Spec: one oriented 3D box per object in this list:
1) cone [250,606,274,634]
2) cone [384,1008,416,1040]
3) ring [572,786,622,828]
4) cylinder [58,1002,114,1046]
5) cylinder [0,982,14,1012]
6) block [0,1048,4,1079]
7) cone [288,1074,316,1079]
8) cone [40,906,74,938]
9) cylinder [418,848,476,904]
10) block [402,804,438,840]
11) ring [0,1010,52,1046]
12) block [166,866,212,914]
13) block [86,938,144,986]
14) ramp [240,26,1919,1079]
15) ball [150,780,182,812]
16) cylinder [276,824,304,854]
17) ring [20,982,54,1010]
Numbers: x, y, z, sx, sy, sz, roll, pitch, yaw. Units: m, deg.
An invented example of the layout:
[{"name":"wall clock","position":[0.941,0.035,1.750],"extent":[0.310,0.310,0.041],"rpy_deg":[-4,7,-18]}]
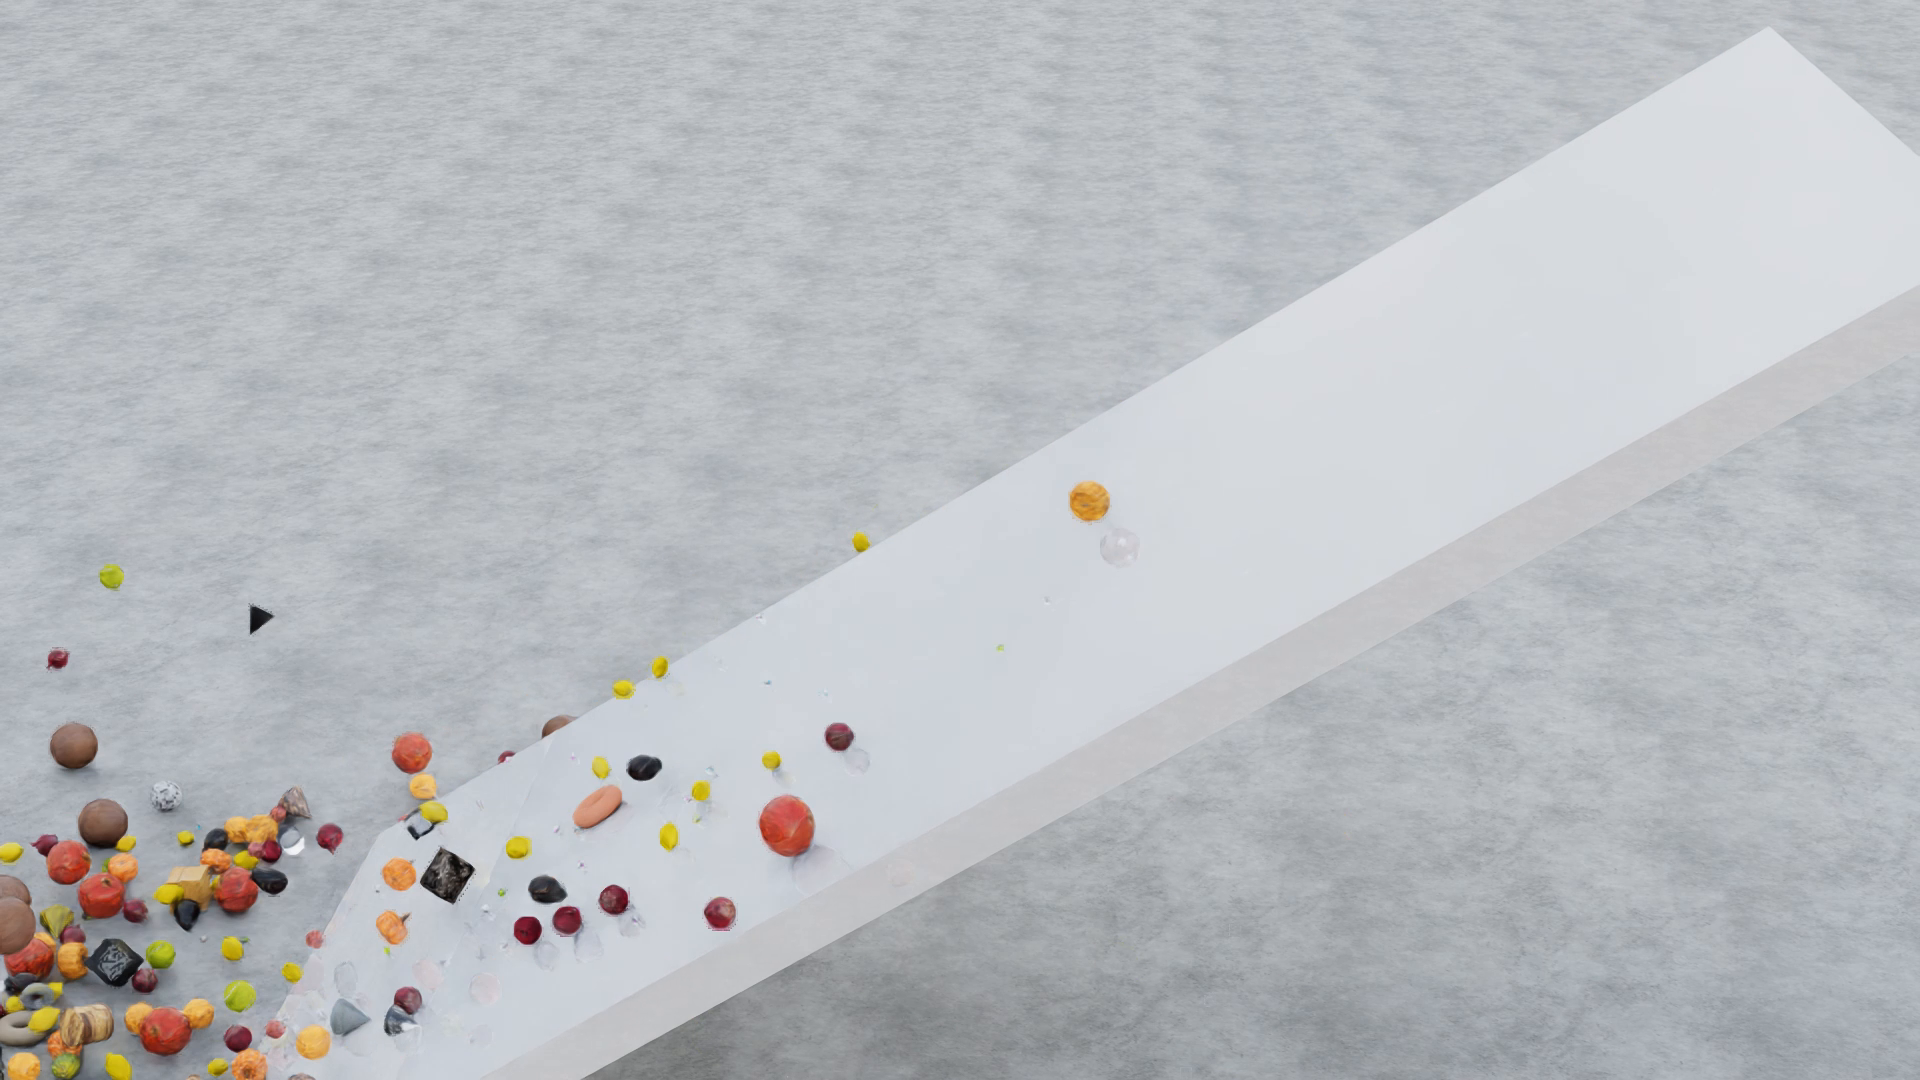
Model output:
[{"name":"cone","position":[-2.202,0.260,9.200],"extent":[0.082,0.082,0.082],"rpy_deg":[22,-14,6]},{"name":"cone","position":[-1.148,1.002,6.103],"extent":[0.067,0.067,0.067],"rpy_deg":[-10,10,37]},{"name":"ring","position":[-0.820,0.604,6.652],"extent":[0.128,0.043,0.128],"rpy_deg":[-32,15,10]},{"name":"cylinder","position":[-1.991,1.105,6.704],"extent":[0.087,0.087,0.087],"rpy_deg":[16,11,37]},{"name":"cylinder","position":[-2.270,1.080,6.958],"extent":[0.053,0.053,0.053],"rpy_deg":[-7,20,3]},{"name":"block","position":[-2.193,1.193,6.632],"extent":[0.067,0.067,0.067],"rpy_deg":[-6,21,-17]},{"name":"cone","position":[-1.329,1.120,5.920],"extent":[0.065,0.065,0.065],"rpy_deg":[0,34,-1]},{"name":"cone","position":[-2.234,0.963,7.281],"extent":[0.083,0.083,0.083],"rpy_deg":[-6,34,-16]},{"name":"cylinder","position":[-1.154,0.756,6.619],"extent":[0.092,0.092,0.092],"rpy_deg":[18,70,40]},{"name":"block","position":[-1.359,0.710,7.414],"extent":[0.056,0.056,0.056],"rpy_deg":[-29,15,16]},{"name":"ring","position":[-2.177,1.135,6.832],"extent":[0.130,0.043,0.130],"rpy_deg":[1,19,0]},{"name":"block","position":[-1.953,0.885,7.452],"extent":[0.087,0.087,0.087],"rpy_deg":[-4,19,0]},{"name":"block","position":[-2.023,1.010,7.039],"extent":[0.080,0.080,0.080],"rpy_deg":[39,-1,16]},{"name":"ramp","position":[0.141,0.169,6.291],"extent":[4.000,0.100,2.000],"rpy_deg":[-30,15,13]},{"name":"ball","position":[-2.157,0.695,7.994],"extent":[0.084,0.084,0.084],"rpy_deg":[0,20,0]},{"name":"cylinder","position":[-1.752,0.785,7.700],"extent":[0.060,0.060,0.060],"rpy_deg":[-1,63,2]},{"name":"ring","position":[-2.155,1.068,6.872],"extent":[0.077,0.077,0.026],"rpy_deg":[-5,32,-13]}]
